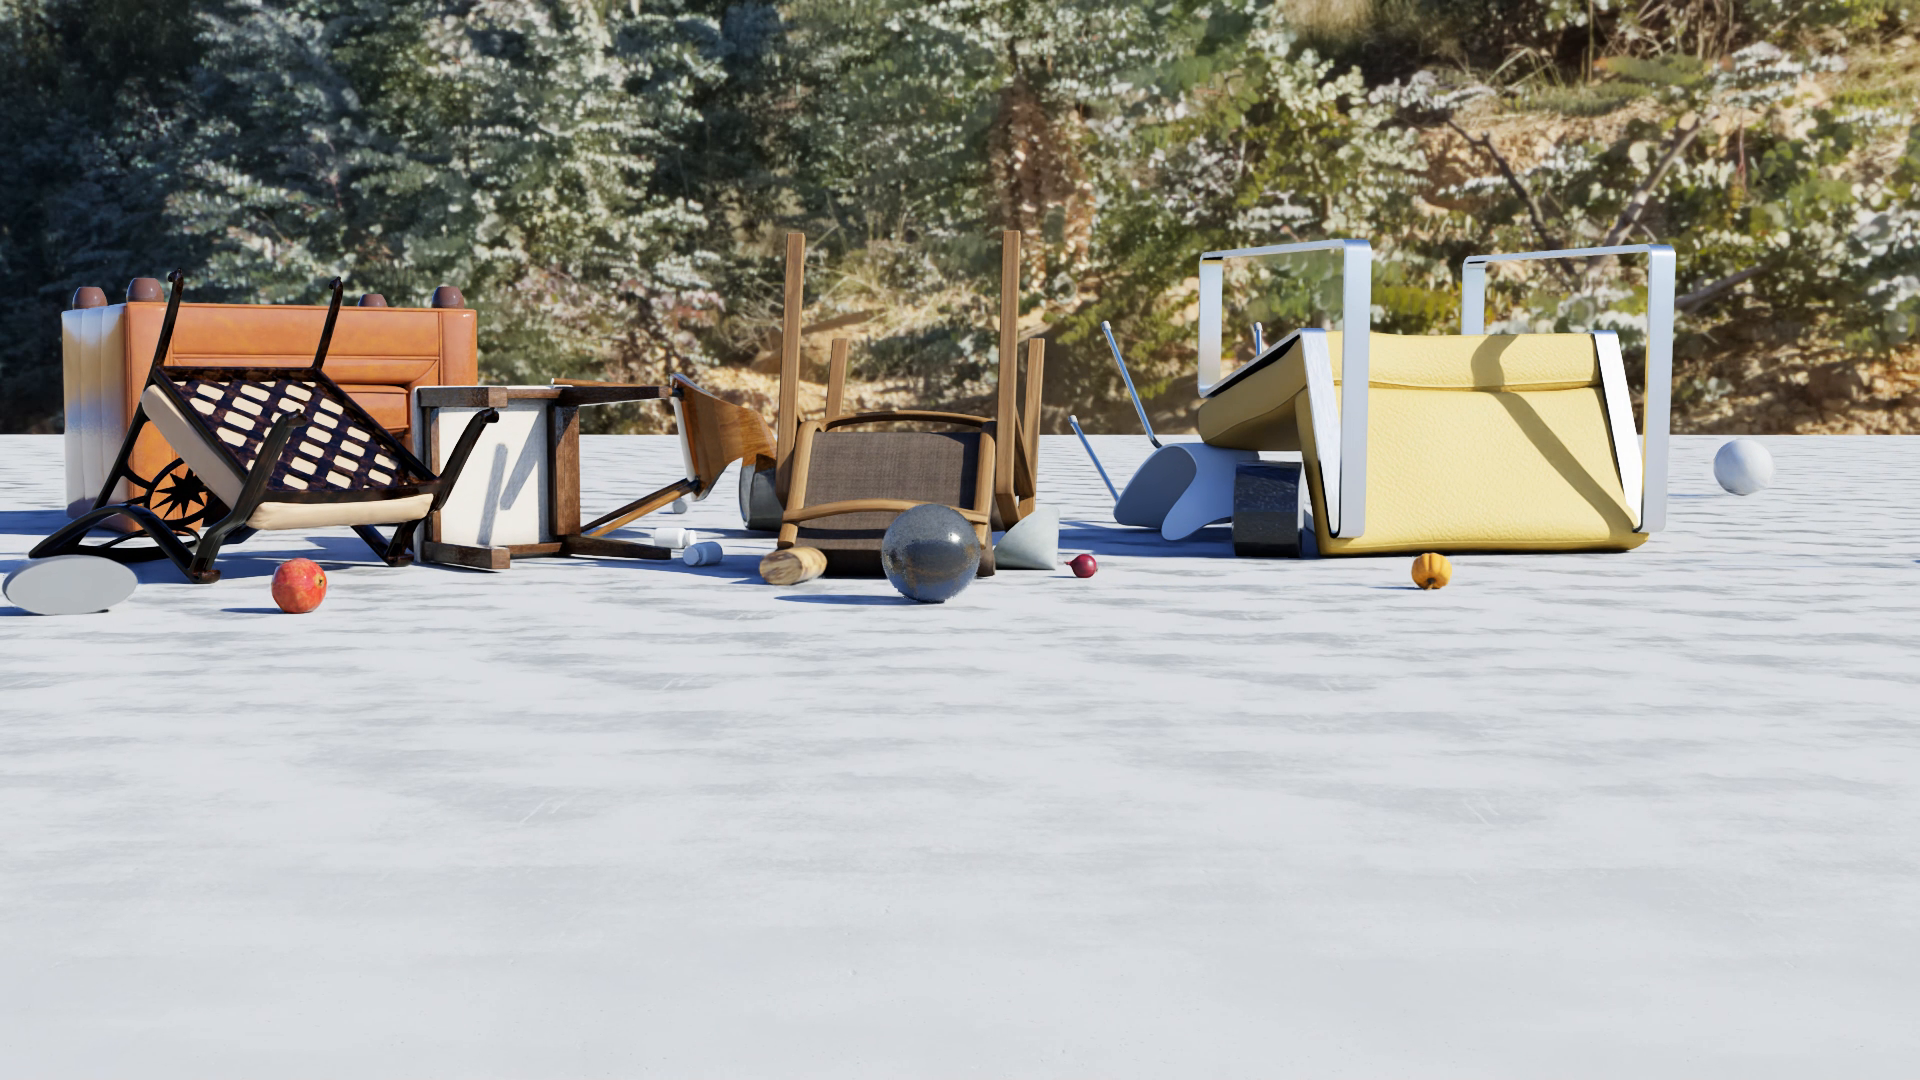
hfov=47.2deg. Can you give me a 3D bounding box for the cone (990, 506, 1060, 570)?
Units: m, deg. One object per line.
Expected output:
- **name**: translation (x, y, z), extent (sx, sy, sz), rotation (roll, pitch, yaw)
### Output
- **cone**: translation (0.200, 0.034, 5.467), extent (0.231, 0.204, 0.122), rotation (-27, 63, -34)

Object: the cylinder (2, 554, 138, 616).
- **cylinder**: translation (-1.788, 0.090, 4.417), extent (0.244, 0.112, 0.102), rotation (-5, 6, -28)

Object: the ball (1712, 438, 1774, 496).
- **ball**: translation (3.307, -0.309, 9.289), extent (0.241, 0.241, 0.241), rotation (0, 4, 0)

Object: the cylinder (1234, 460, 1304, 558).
- **cylinder**: translation (0.828, -0.084, 5.891), extent (0.168, 0.257, 0.313), rotation (1, 8, 11)

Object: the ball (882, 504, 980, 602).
- **ball**: translation (-0.061, 0.028, 4.618), extent (0.209, 0.209, 0.209), rotation (0, 4, 0)

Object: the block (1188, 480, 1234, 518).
- **block**: translation (0.902, -0.145, 7.722), extent (0.165, 0.129, 0.120), rotation (2, 4, 25)

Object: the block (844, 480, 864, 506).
- **block**: translation (-0.409, -0.181, 8.471), extent (0.072, 0.097, 0.095), rotation (-1, 4, -9)

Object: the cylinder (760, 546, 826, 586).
- **cylinder**: translation (-0.386, 0.060, 5.098), extent (0.108, 0.079, 0.149), rotation (-2, 3, 18)
